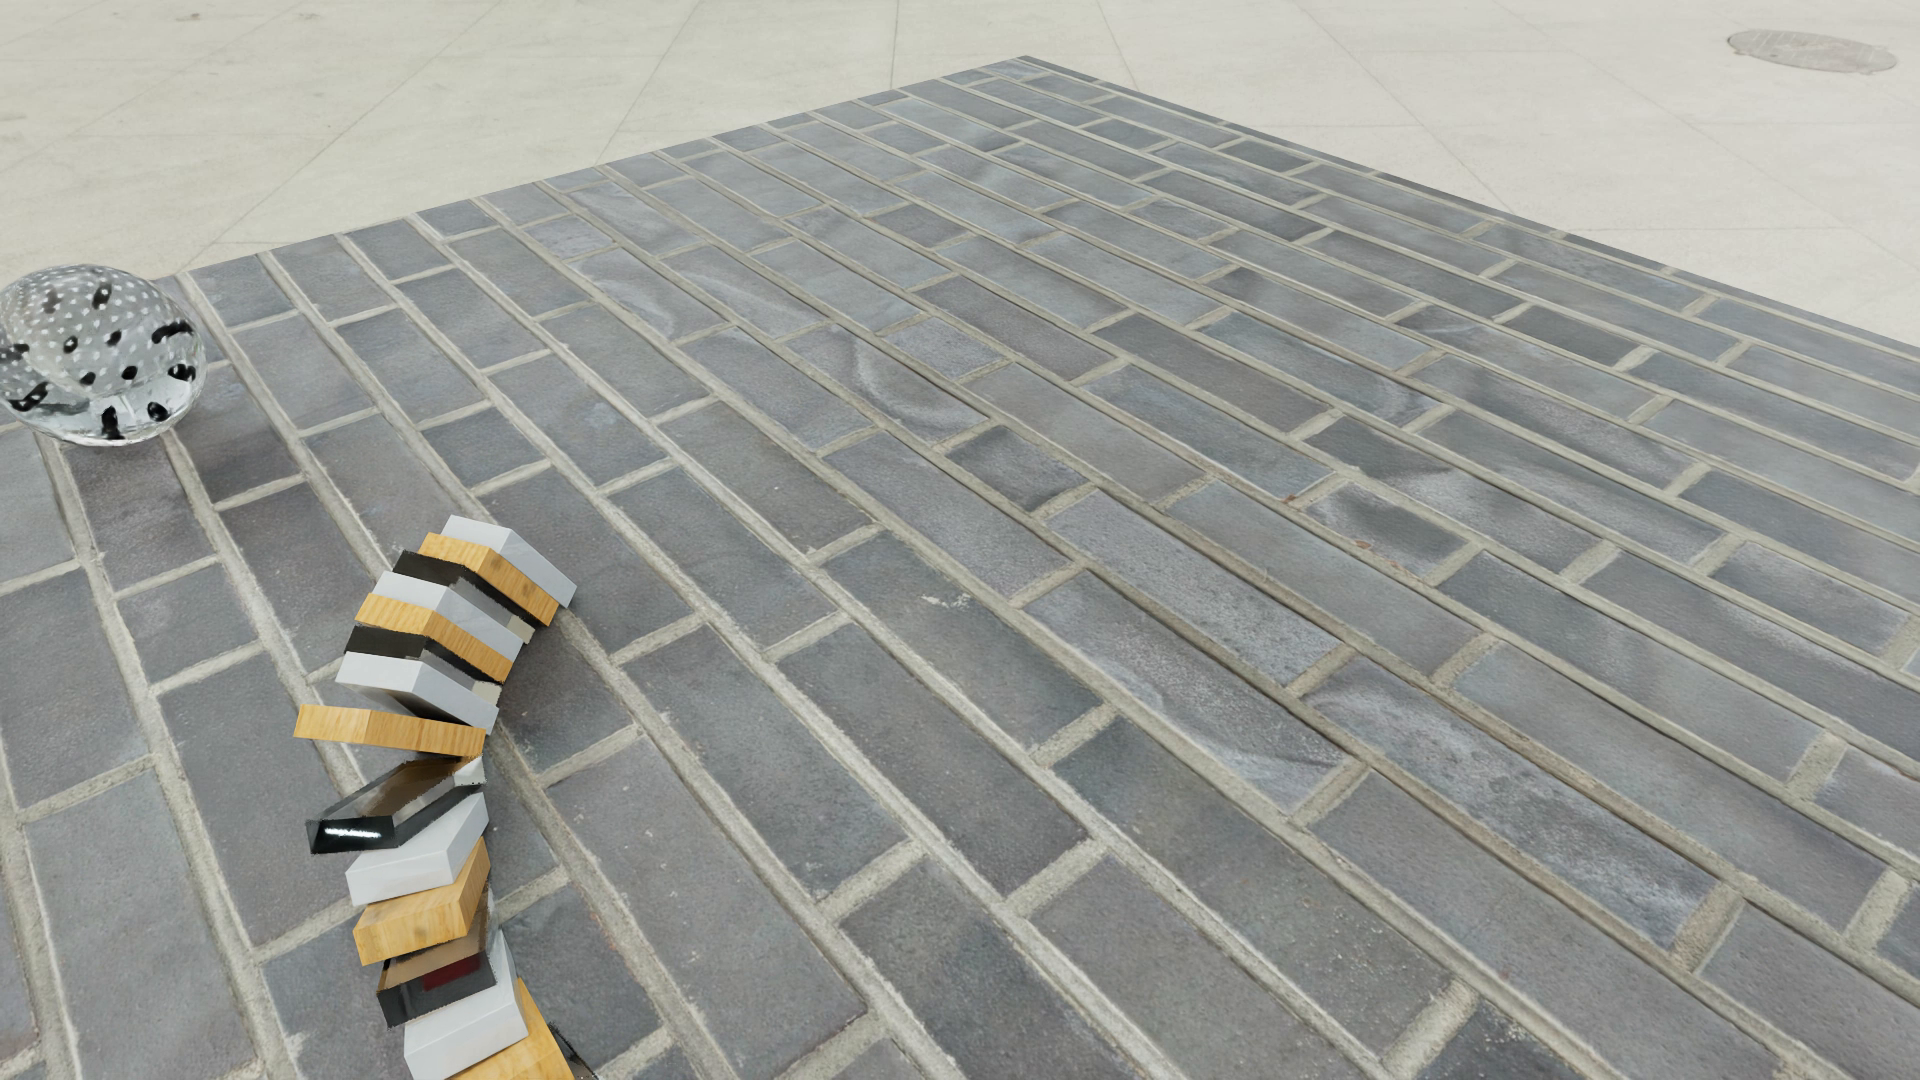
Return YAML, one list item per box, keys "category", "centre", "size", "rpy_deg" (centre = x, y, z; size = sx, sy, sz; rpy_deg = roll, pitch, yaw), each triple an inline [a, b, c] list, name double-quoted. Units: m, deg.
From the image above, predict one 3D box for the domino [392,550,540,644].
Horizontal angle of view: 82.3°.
- category: "domino"
  centre: [-0.173, 0.021, 0.387]
  size: [0.025, 0.050, 0.010]
  rpy_deg: [12, 67, 15]

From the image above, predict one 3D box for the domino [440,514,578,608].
- category: "domino"
  centre: [-0.164, 0.009, 0.402]
  size: [0.025, 0.050, 0.009]
  rpy_deg: [12, 67, 15]

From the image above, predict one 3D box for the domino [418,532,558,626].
- category: "domino"
  centre: [-0.168, 0.015, 0.394]
  size: [0.025, 0.050, 0.009]
  rpy_deg: [12, 67, 15]

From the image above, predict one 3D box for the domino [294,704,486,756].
- category: "domino"
  centre: [-0.174, 0.059, 0.339]
  size: [0.025, 0.050, 0.009]
  rpy_deg: [2, 75, 16]

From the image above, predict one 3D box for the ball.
- category: "ball"
  centre: [-0.382, -0.081, 0.487]
  size: [0.080, 0.080, 0.080]
  rpy_deg: [0, 39, 0]

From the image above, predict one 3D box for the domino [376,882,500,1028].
- category: "domino"
  centre: [-0.137, 0.108, 0.291]
  size: [0.025, 0.009, 0.050]
  rpy_deg: [-18, 9, -20]

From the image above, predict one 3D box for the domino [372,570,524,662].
- category: "domino"
  centre: [-0.175, 0.027, 0.379]
  size: [0.025, 0.050, 0.009]
  rpy_deg: [12, 67, 15]

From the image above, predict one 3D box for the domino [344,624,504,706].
- category: "domino"
  centre: [-0.174, 0.043, 0.360]
  size: [0.025, 0.050, 0.010]
  rpy_deg: [7, 66, 8]

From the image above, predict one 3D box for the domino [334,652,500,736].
- category: "domino"
  centre: [-0.172, 0.050, 0.351]
  size: [0.025, 0.050, 0.010]
  rpy_deg: [6, 66, 8]

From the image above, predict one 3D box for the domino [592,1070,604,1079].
- category: "domino"
  centre: [-0.083, 0.141, 0.251]
  size: [0.050, 0.010, 0.025]
  rpy_deg: [-6, 25, 49]

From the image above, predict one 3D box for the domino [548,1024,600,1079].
- category: "domino"
  centre: [-0.099, 0.134, 0.259]
  size: [0.025, 0.010, 0.050]
  rpy_deg: [-31, 16, -32]

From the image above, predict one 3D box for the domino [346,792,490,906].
- category: "domino"
  centre: [-0.154, 0.088, 0.316]
  size: [0.025, 0.009, 0.050]
  rpy_deg: [-10, 7, -12]

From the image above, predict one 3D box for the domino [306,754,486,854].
- category: "domino"
  centre: [-0.166, 0.078, 0.327]
  size: [0.025, 0.010, 0.050]
  rpy_deg: [-5, 7, 4]

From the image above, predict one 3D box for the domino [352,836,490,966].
- category: "domino"
  centre: [-0.147, 0.098, 0.303]
  size: [0.025, 0.009, 0.050]
  rpy_deg: [-13, 8, -15]

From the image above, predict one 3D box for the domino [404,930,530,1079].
- category: "domino"
  centre: [-0.126, 0.118, 0.279]
  size: [0.025, 0.010, 0.050]
  rpy_deg: [-22, 11, -24]

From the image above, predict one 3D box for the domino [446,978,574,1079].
- category: "domino"
  centre: [-0.113, 0.126, 0.269]
  size: [0.025, 0.009, 0.050]
  rpy_deg: [-27, 13, -29]

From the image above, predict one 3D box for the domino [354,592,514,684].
- category: "domino"
  centre: [-0.176, 0.034, 0.370]
  size: [0.025, 0.050, 0.010]
  rpy_deg: [12, 67, 15]
